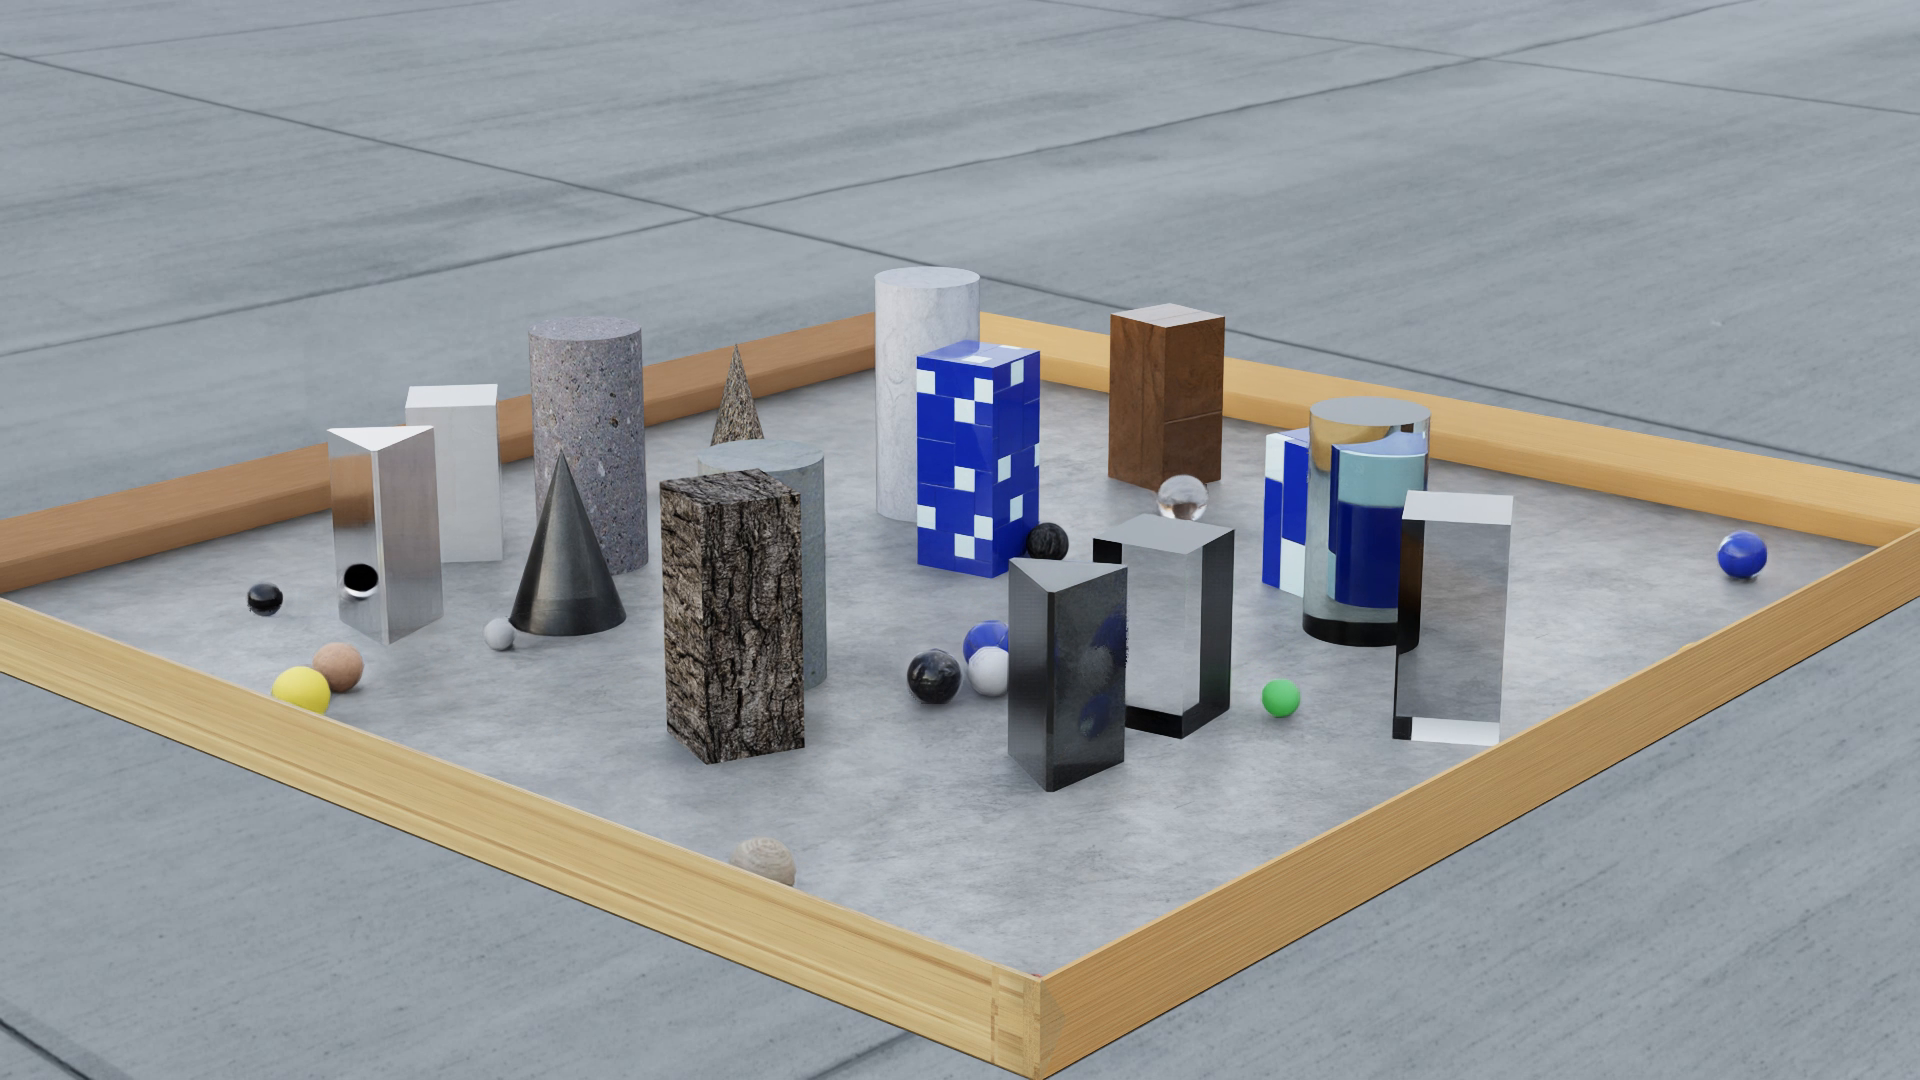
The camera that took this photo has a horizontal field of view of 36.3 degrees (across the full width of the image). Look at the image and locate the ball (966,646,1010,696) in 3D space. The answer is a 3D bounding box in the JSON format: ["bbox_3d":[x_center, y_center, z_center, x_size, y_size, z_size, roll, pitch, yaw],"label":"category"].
[{"bbox_3d":[0.050,0.207,4.631,0.079,0.079,0.079,0,17,0],"label":"ball"}]

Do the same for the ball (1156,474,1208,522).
[{"bbox_3d":[0.420,-0.077,5.543,0.096,0.096,0.096,0,17,0],"label":"ball"}]

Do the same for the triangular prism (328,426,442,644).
[{"bbox_3d":[-0.946,-0.018,4.935,0.149,0.335,0.172,-12,21,-35],"label":"triangular prism"}]

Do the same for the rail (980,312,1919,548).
[{"bbox_3d":[0.857,-0.252,6.064,2.552,0.129,0.045,14,22,39],"label":"rail"}]

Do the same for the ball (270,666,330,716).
[{"bbox_3d":[-1.014,0.239,4.508,0.089,0.089,0.089,0,17,0],"label":"ball"}]

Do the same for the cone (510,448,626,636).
[{"bbox_3d":[-0.670,-0.012,4.970,0.199,0.302,0.199,0,17,0],"label":"cone"}]

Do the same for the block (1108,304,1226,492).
[{"bbox_3d":[0.409,-0.283,5.817,0.159,0.333,0.159,-13,21,-37],"label":"block"}]

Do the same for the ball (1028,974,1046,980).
[{"bbox_3d":[0.084,0.554,3.474,0.081,0.081,0.081,0,17,0],"label":"ball"}]

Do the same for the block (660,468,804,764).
[{"bbox_3d":[-0.341,0.113,4.393,0.159,0.397,0.159,-8,19,-26],"label":"block"}]

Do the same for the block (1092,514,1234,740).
[{"bbox_3d":[0.311,0.130,4.513,0.159,0.294,0.159,10,20,31],"label":"block"}]

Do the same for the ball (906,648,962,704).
[{"bbox_3d":[-0.040,0.214,4.596,0.086,0.086,0.086,0,17,0],"label":"ball"}]

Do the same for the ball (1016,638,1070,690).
[{"bbox_3d":[0.132,0.197,4.655,0.085,0.085,0.085,0,17,0],"label":"ball"}]

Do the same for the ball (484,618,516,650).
[{"bbox_3d":[-0.762,0.156,4.849,0.052,0.052,0.052,0,17,0],"label":"ball"}]

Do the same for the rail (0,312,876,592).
[{"bbox_3d":[-0.946,-0.204,5.906,0.045,0.129,2.661,14,22,39],"label":"rail"}]

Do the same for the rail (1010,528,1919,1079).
[{"bbox_3d":[0.946,0.269,4.334,0.045,0.129,2.661,14,22,39],"label":"rail"}]

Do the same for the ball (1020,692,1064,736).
[{"bbox_3d":[0.124,0.264,4.463,0.067,0.067,0.067,0,17,0],"label":"ball"}]

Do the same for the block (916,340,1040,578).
[{"bbox_3d":[0.033,-0.148,5.276,0.159,0.386,0.159,10,20,31],"label":"block"}]

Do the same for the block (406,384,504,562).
[{"bbox_3d":[-0.921,-0.122,5.356,0.159,0.291,0.159,-2,17,-7],"label":"block"}]

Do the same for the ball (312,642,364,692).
[{"bbox_3d":[-0.986,0.201,4.648,0.080,0.080,0.080,0,17,0],"label":"ball"}]

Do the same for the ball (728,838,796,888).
[{"bbox_3d":[-0.261,0.436,3.851,0.090,0.090,0.090,0,17,0],"label":"ball"}]

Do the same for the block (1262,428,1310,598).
[{"bbox_3d":[0.647,-0.049,5.149,0.159,0.270,0.159,-12,20,-34],"label":"block"}]

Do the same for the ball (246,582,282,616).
[{"bbox_3d":[-1.189,0.101,5.016,0.059,0.059,0.059,0,17,0],"label":"ball"}]

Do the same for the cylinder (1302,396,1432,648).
[{"bbox_3d":[0.679,-0.032,4.905,0.199,0.379,0.199,0,17,0],"label":"cylinder"}]

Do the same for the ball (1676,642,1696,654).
[{"bbox_3d":[1.176,0.197,4.686,0.067,0.067,0.067,0,17,0],"label":"ball"}]

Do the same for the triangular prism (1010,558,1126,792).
[{"bbox_3d":[0.131,0.187,4.308,0.149,0.304,0.172,14,22,40],"label":"triangular prism"}]

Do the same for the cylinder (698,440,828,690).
[{"bbox_3d":[-0.314,0.043,4.676,0.199,0.368,0.199,0,17,0],"label":"cylinder"}]

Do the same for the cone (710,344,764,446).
[{"bbox_3d":[-0.408,-0.181,5.400,0.199,0.379,0.199,0,17,0],"label":"cone"}]

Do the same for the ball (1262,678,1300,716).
[{"bbox_3d":[0.498,0.243,4.542,0.060,0.060,0.060,0,17,0],"label":"ball"}]

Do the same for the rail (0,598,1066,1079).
[{"bbox_3d":[-0.857,0.317,4.175,2.552,0.129,0.045,14,22,39],"label":"rail"}]

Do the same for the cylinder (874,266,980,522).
[{"bbox_3d":[-0.062,-0.279,5.595,0.199,0.453,0.199,0,17,0],"label":"cylinder"}]

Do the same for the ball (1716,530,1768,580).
[{"bbox_3d":[1.391,0.027,5.215,0.087,0.087,0.087,0,17,0],"label":"ball"}]

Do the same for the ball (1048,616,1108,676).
[{"bbox_3d":[0.189,0.169,4.725,0.097,0.097,0.097,0,17,0],"label":"ball"}]

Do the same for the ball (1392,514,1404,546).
[{"bbox_3d":[0.789,-0.021,5.414,0.064,0.064,0.064,0,17,0],"label":"ball"}]

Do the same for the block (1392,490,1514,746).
[{"bbox_3d":[0.750,0.117,4.462,0.159,0.348,0.159,3,17,11],"label":"block"}]

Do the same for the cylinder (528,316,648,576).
[{"bbox_3d":[-0.666,-0.169,5.266,0.199,0.433,0.199,0,17,0],"label":"cylinder"}]

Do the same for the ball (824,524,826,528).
[{"bbox_3d":[-0.293,-0.023,5.371,0.092,0.092,0.092,0,17,0],"label":"ball"}]

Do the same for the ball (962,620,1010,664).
[{"bbox_3d":[0.051,0.175,4.711,0.093,0.093,0.093,0,17,0],"label":"ball"}]

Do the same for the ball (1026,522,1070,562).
[{"bbox_3d":[0.159,0.007,5.298,0.077,0.077,0.077,0,17,0],"label":"ball"}]
